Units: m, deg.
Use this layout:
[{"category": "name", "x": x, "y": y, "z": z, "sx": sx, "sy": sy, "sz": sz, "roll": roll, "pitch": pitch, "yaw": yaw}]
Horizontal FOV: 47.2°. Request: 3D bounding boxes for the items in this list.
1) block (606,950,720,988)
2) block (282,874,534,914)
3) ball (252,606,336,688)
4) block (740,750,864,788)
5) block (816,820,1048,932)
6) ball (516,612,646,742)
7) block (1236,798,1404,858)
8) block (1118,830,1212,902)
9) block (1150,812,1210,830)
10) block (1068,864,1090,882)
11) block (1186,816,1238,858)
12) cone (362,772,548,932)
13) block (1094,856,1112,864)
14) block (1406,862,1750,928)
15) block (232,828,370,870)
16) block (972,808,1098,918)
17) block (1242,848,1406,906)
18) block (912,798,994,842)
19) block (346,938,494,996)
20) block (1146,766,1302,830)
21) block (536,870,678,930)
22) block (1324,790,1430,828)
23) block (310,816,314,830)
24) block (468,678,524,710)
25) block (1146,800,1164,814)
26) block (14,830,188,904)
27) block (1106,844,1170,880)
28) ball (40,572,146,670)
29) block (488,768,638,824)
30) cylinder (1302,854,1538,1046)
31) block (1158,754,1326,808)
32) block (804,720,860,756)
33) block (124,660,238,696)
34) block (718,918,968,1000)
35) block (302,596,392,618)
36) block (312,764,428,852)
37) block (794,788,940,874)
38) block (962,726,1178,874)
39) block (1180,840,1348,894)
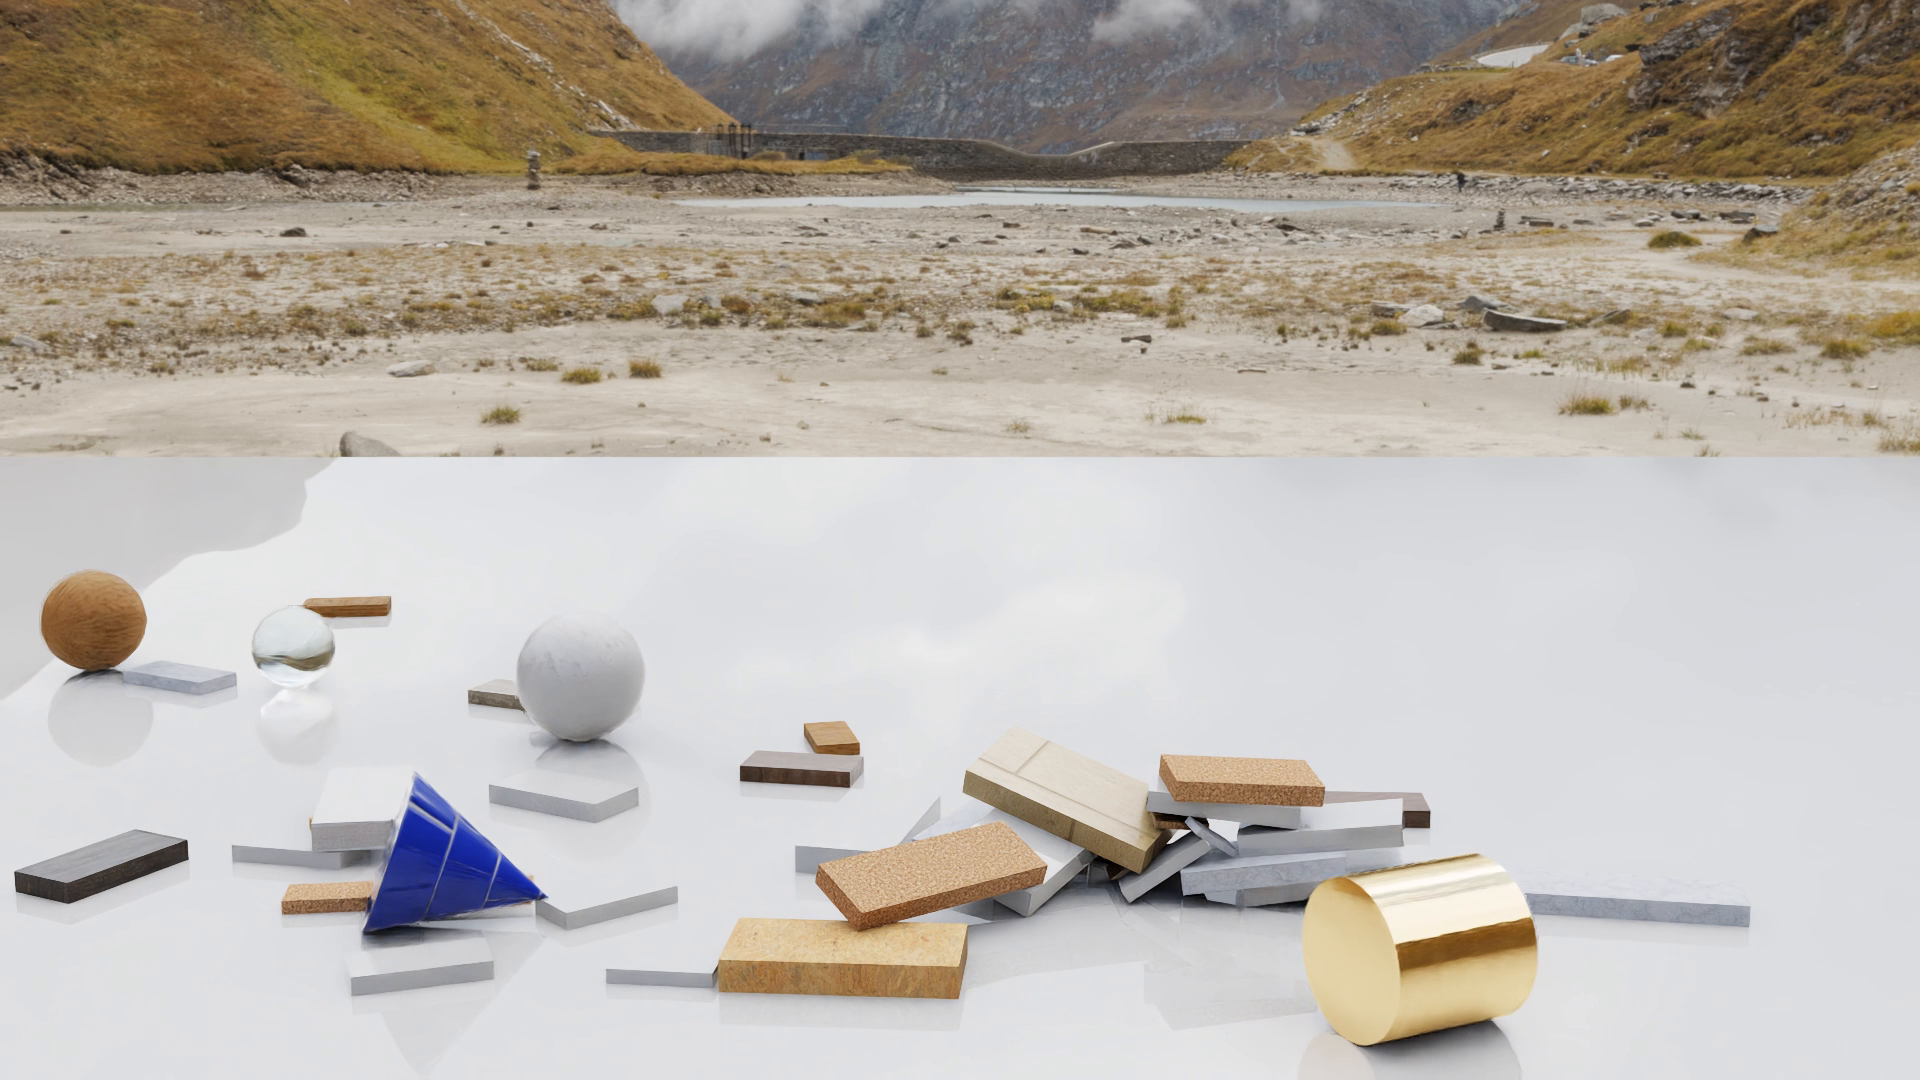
[{"category": "block", "x": -0.443, "y": 0.645, "z": 3.311, "sx": 0.162, "sy": 0.023, "sz": 0.081, "roll": 1, "pitch": 11, "yaw": 7}, {"category": "block", "x": -0.909, "y": 0.585, "z": 3.633, "sx": 0.398, "sy": 0.023, "sz": 0.081, "roll": -1, "pitch": 11, "yaw": -7}, {"category": "ball", "x": -1.522, "y": 0.245, "z": 5.023, "sx": 0.185, "sy": 0.185, "sz": 0.185, "roll": 0, "pitch": 11, "yaw": 0}, {"category": "block", "x": -0.311, "y": 0.451, "z": 4.334, "sx": 0.222, "sy": 0.031, "sz": 0.111, "roll": 2, "pitch": 11, "yaw": 11}, {"category": "block", "x": -0.043, "y": 0.530, "z": 3.492, "sx": 0.360, "sy": 0.036, "sz": 0.128, "roll": -8, "pitch": 34, "yaw": -35}, {"category": "ball", "x": -0.789, "y": 0.284, "z": 4.580, "sx": 0.269, "sy": 0.269, "sz": 0.269, "roll": 0, "pitch": 11, "yaw": 0}, {"category": "block", "x": 0.600, "y": 0.478, "z": 3.649, "sx": 0.267, "sy": 0.038, "sz": 0.134, "roll": -6, "pitch": 10, "yaw": 13}, {"category": "block", "x": 0.338, "y": 0.537, "z": 3.643, "sx": 0.161, "sy": 0.023, "sz": 0.081, "roll": -34, "pitch": 6, "yaw": 3}, {"category": "block", "x": 0.366, "y": 0.466, "z": 3.659, "sx": 0.091, "sy": 0.013, "sz": 0.045, "roll": 5, "pitch": 17, "yaw": -7}, {"category": "block", "x": 0.197, "y": 0.565, "z": 3.769, "sx": 0.045, "sy": 0.013, "sz": 0.091, "roll": 1, "pitch": 11, "yaw": 7}, {"category": "block", "x": 0.414, "y": 0.489, "z": 3.617, "sx": 0.091, "sy": 0.013, "sz": 0.045, "roll": 34, "pitch": 6, "yaw": -28}, {"category": "cone", "x": -0.787, "y": 0.537, "z": 3.529, "sx": 0.266, "sy": 0.266, "sz": 0.266, "roll": 19, "pitch": 6, "yaw": -14}, {"category": "block", "x": 0.282, "y": 0.554, "z": 3.825, "sx": 0.091, "sy": 0.013, "sz": 0.045, "roll": 9, "pitch": 14, "yaw": 40}, {"category": "block", "x": 1.000, "y": 0.581, "z": 3.619, "sx": 0.554, "sy": 0.035, "sz": 0.125, "roll": 2, "pitch": 11, "yaw": 10}, {"category": "block", "x": -1.155, "y": 0.540, "z": 3.857, "sx": 0.207, "sy": 0.029, "sz": 0.104, "roll": 2, "pitch": 11, "yaw": 13}, {"category": "block", "x": 0.151, "y": 0.491, "z": 3.726, "sx": 0.171, "sy": 0.048, "sz": 0.385, "roll": 25, "pitch": 34, "yaw": 26}, {"category": "block", "x": 0.600, "y": 0.554, "z": 3.658, "sx": 0.267, "sy": 0.038, "sz": 0.134, "roll": -8, "pitch": 10, "yaw": 4}, {"category": "block", "x": 0.099, "y": 0.493, "z": 3.861, "sx": 0.178, "sy": 0.050, "sz": 0.356, "roll": 9, "pitch": 24, "yaw": 39}, {"category": "block", "x": -0.813, "y": 0.642, "z": 3.311, "sx": 0.207, "sy": 0.029, "sz": 0.103, "roll": -4, "pitch": 11, "yaw": -19}, {"category": "block", "x": 0.439, "y": 0.428, "z": 3.665, "sx": 0.249, "sy": 0.035, "sz": 0.125, "roll": 7, "pitch": 14, "yaw": 5}, {"category": "block", "x": -0.578, "y": 0.588, "z": 3.599, "sx": 0.207, "sy": 0.029, "sz": 0.103, "roll": -8, "pitch": 13, "yaw": -38}, {"category": "block", "x": 0.747, "y": 0.498, "z": 4.074, "sx": 0.229, "sy": 0.032, "sz": 0.114, "roll": 1, "pitch": 11, "yaw": 3}, {"category": "block", "x": -1.094, "y": 0.515, "z": 4.009, "sx": 0.162, "sy": 0.023, "sz": 0.081, "roll": -6, "pitch": 12, "yaw": -30}, {"category": "block", "x": -0.969, "y": 0.347, "z": 4.893, "sx": 0.222, "sy": 0.031, "sz": 0.111, "roll": 4, "pitch": 11, "yaw": 23}, {"category": "block", "x": 0.361, "y": 0.439, "z": 3.701, "sx": 0.091, "sy": 0.013, "sz": 0.045, "roll": -9, "pitch": 25, "yaw": -44}, {"category": "block", "x": -1.463, "y": 0.555, "z": 3.756, "sx": 0.128, "sy": 0.036, "sz": 0.256, "roll": 6, "pitch": 12, "yaw": 27}, {"category": "block", "x": 0.338, "y": 0.542, "z": 3.745, "sx": 0.161, "sy": 0.023, "sz": 0.081, "roll": -6, "pitch": -25, "yaw": -28}, {"category": "ball", "x": -2.039, "y": 0.191, "z": 5.179, "sx": 0.233, "sy": 0.233, "sz": 0.233, "roll": 0, "pitch": 11, "yaw": 0}, {"category": "block", "x": -0.749, "y": 0.481, "z": 4.156, "sx": 0.256, "sy": 0.036, "sz": 0.128, "roll": 6, "pitch": 12, "yaw": 29}, {"category": "cylinder", "x": 0.647, "y": 0.576, "z": 3.107, "sx": 0.233, "sy": 0.233, "sz": 0.233, "roll": -5, "pitch": 12, "yaw": -25}, {"category": "block", "x": 0.466, "y": 0.399, "z": 3.647, "sx": 0.249, "sy": 0.035, "sz": 0.125, "roll": 3, "pitch": 15, "yaw": -8}, {"category": "block", "x": -0.267, "y": 0.412, "z": 4.560, "sx": 0.088, "sy": 0.025, "sz": 0.175, "roll": -2, "pitch": 11, "yaw": -13}, {"category": "block", "x": -1.794, "y": 0.317, "z": 5.057, "sx": 0.246, "sy": 0.031, "sz": 0.109, "roll": 6, "pitch": 12, "yaw": 28}, {"category": "block", "x": -0.172, "y": 0.629, "z": 3.318, "sx": 0.355, "sy": 0.050, "sz": 0.178, "roll": 1, "pitch": 11, "yaw": 4}, {"category": "block", "x": -1.619, "y": 0.177, "z": 5.809, "sx": 0.218, "sy": 0.031, "sz": 0.109, "roll": -2, "pitch": 11, "yaw": -8}, {"category": "block", "x": -1.061, "y": 0.481, "z": 3.975, "sx": 0.178, "sy": 0.050, "sz": 0.380, "roll": -1, "pitch": 9, "yaw": -11}, {"category": "block", "x": -0.159, "y": 0.520, "z": 3.913, "sx": 0.171, "sy": 0.048, "sz": 0.341, "roll": 3, "pitch": 11, "yaw": 14}, {"category": "block", "x": 0.195, "y": 0.437, "z": 3.734, "sx": 0.341, "sy": 0.048, "sz": 0.171, "roll": 22, "pitch": 32, "yaw": 22}, {"category": "block", "x": 0.501, "y": 0.533, "z": 3.637, "sx": 0.267, "sy": 0.038, "sz": 0.134, "roll": -7, "pitch": 10, "yaw": 7}]
